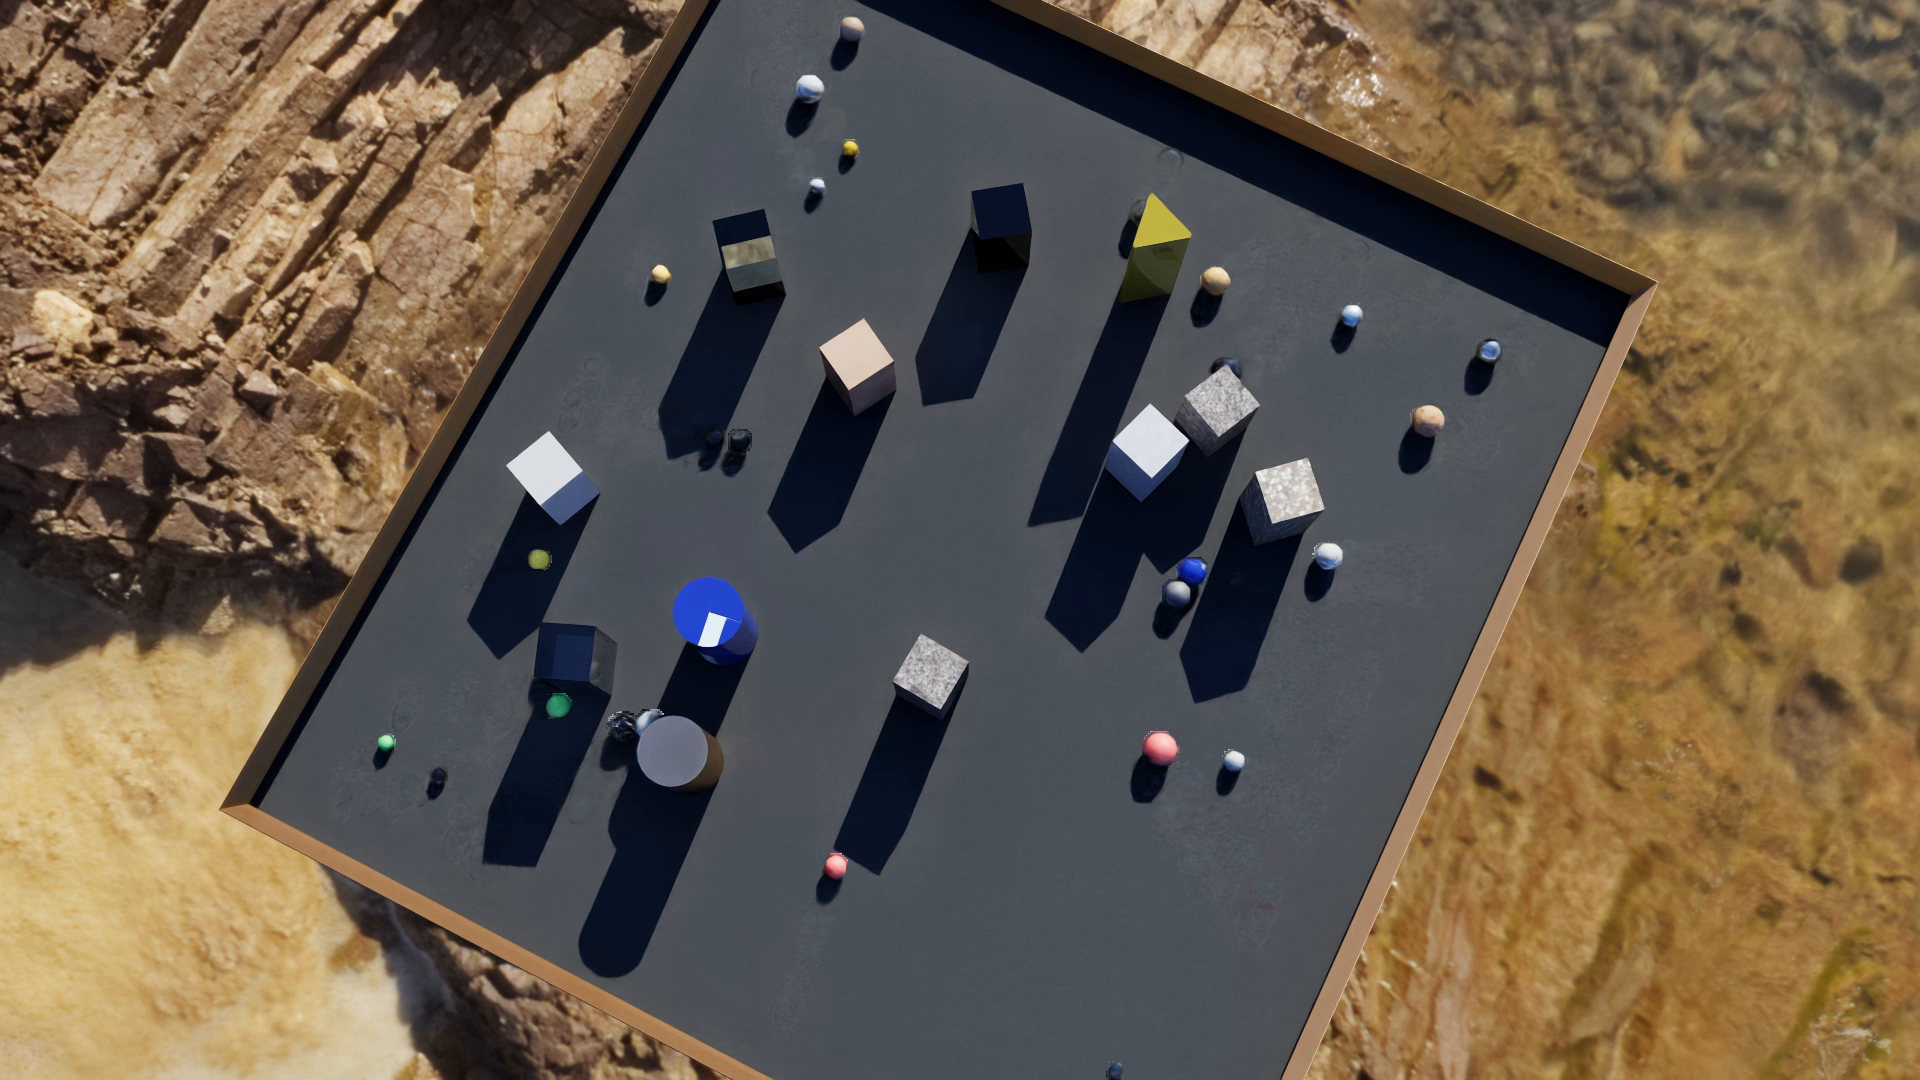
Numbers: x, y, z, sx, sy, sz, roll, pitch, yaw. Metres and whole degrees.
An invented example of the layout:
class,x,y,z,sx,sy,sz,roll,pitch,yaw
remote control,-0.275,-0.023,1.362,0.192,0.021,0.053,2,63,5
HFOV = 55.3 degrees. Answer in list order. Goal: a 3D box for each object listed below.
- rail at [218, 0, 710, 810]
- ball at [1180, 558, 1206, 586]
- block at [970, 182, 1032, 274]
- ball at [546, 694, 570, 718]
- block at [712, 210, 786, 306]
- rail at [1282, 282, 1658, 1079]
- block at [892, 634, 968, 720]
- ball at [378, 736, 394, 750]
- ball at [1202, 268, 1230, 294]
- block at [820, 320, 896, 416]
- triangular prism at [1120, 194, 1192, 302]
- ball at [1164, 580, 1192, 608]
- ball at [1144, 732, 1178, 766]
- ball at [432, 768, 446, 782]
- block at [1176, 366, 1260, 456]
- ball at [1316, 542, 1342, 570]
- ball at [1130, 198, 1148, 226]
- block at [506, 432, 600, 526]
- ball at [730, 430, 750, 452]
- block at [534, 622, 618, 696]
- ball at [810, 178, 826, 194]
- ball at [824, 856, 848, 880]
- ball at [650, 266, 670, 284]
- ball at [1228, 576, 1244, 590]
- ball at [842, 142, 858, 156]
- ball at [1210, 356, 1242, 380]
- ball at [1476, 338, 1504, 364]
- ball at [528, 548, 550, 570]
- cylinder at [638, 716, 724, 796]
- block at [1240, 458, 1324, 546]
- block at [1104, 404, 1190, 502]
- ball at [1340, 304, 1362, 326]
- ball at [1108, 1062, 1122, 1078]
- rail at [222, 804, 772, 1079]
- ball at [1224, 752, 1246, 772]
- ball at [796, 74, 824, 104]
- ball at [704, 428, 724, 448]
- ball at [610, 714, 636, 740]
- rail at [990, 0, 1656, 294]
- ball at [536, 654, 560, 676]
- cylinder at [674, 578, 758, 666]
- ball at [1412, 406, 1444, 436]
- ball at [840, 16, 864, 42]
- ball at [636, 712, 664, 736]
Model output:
class,x,y,z,sx,sy,sz,roll,pitch,yaw
rail,-1.380,-0.669,5.688,0.045,0.129,3.369,26,80,5
ball,0.706,0.097,5.554,0.083,0.083,0.083,0,78,0
block,0.126,-0.961,5.667,0.159,0.292,0.159,-9,78,-2
ball,-1.200,0.497,5.472,0.071,0.071,0.071,0,78,0
block,-0.644,-0.863,5.626,0.159,0.332,0.159,-13,79,-3
rail,1.380,0.683,5.408,0.045,0.129,3.369,26,80,5
block,-0.083,0.406,5.376,0.159,0.308,0.159,30,80,6
ball,-1.714,0.606,5.467,0.047,0.047,0.047,0,78,0
ball,0.802,-0.811,5.740,0.087,0.087,0.087,0,78,0
block,-0.307,-0.521,5.575,0.159,0.292,0.159,-34,80,-7
triangular prism,0.571,-0.887,5.553,0.172,0.484,0.149,-11,79,-2
ball,0.658,0.163,5.541,0.082,0.082,0.082,0,78,0
ball,0.596,0.621,5.438,0.099,0.099,0.099,0,78,0
ball,-1.549,0.700,5.449,0.045,0.045,0.045,0,78,0
block,0.780,-0.390,5.570,0.159,0.249,0.159,-37,81,-7
ball,1.121,0.050,5.564,0.082,0.082,0.082,0,78,0
ball,0.579,-1.034,5.786,0.087,0.087,0.087,0,78,0
block,-1.219,-0.183,5.512,0.159,0.280,0.159,-41,81,-8
ball,-0.678,-0.305,5.647,0.065,0.065,0.065,0,78,0
block,-1.123,0.352,5.369,0.159,0.342,0.159,4,78,1
ball,-0.454,-1.124,5.824,0.049,0.049,0.049,0,78,0
ball,-0.365,0.962,5.383,0.068,0.068,0.068,0,78,0
ball,-0.942,-0.833,5.759,0.058,0.058,0.058,0,78,0
ball,0.839,0.132,5.566,0.046,0.046,0.046,0,78,0
ball,-0.350,-1.248,5.851,0.048,0.048,0.048,0,78,0
ball,0.825,-0.522,5.673,0.100,0.100,0.100,0,78,0
ball,1.645,-0.586,5.695,0.084,0.084,0.084,0,78,0
ball,-1.281,0.059,5.571,0.065,0.065,0.065,0,78,0
cylinder,-0.805,0.627,5.305,0.199,0.356,0.199,0,78,0
block,0.957,-0.110,5.473,0.159,0.326,0.159,-15,79,-3
block,0.558,-0.258,5.509,0.159,0.315,0.159,44,82,8
ball,1.224,-0.701,5.727,0.069,0.069,0.069,0,78,0
ball,0.447,1.528,5.278,0.044,0.044,0.044,0,78,0
rail,-0.743,1.462,5.247,3.133,0.129,0.045,26,80,5
ball,0.817,0.660,5.448,0.062,0.062,0.062,0,78,0
ball,-0.482,-1.445,5.870,0.089,0.089,0.089,0,78,0
ball,-0.756,-0.316,5.651,0.062,0.062,0.062,0,78,0
ball,-1.005,0.557,5.460,0.080,0.080,0.080,0,78,0
rail,0.743,-1.448,5.849,3.133,0.129,0.045,26,80,5
ball,-1.237,0.375,5.499,0.070,0.070,0.070,0,78,0
cylinder,-0.712,0.243,5.368,0.199,0.387,0.199,0,78,0
ball,1.442,-0.366,5.643,0.097,0.097,0.097,0,78,0
ball,-0.350,-1.650,5.918,0.079,0.079,0.079,0,78,0
ball,-0.920,0.554,5.456,0.090,0.090,0.090,0,78,0
